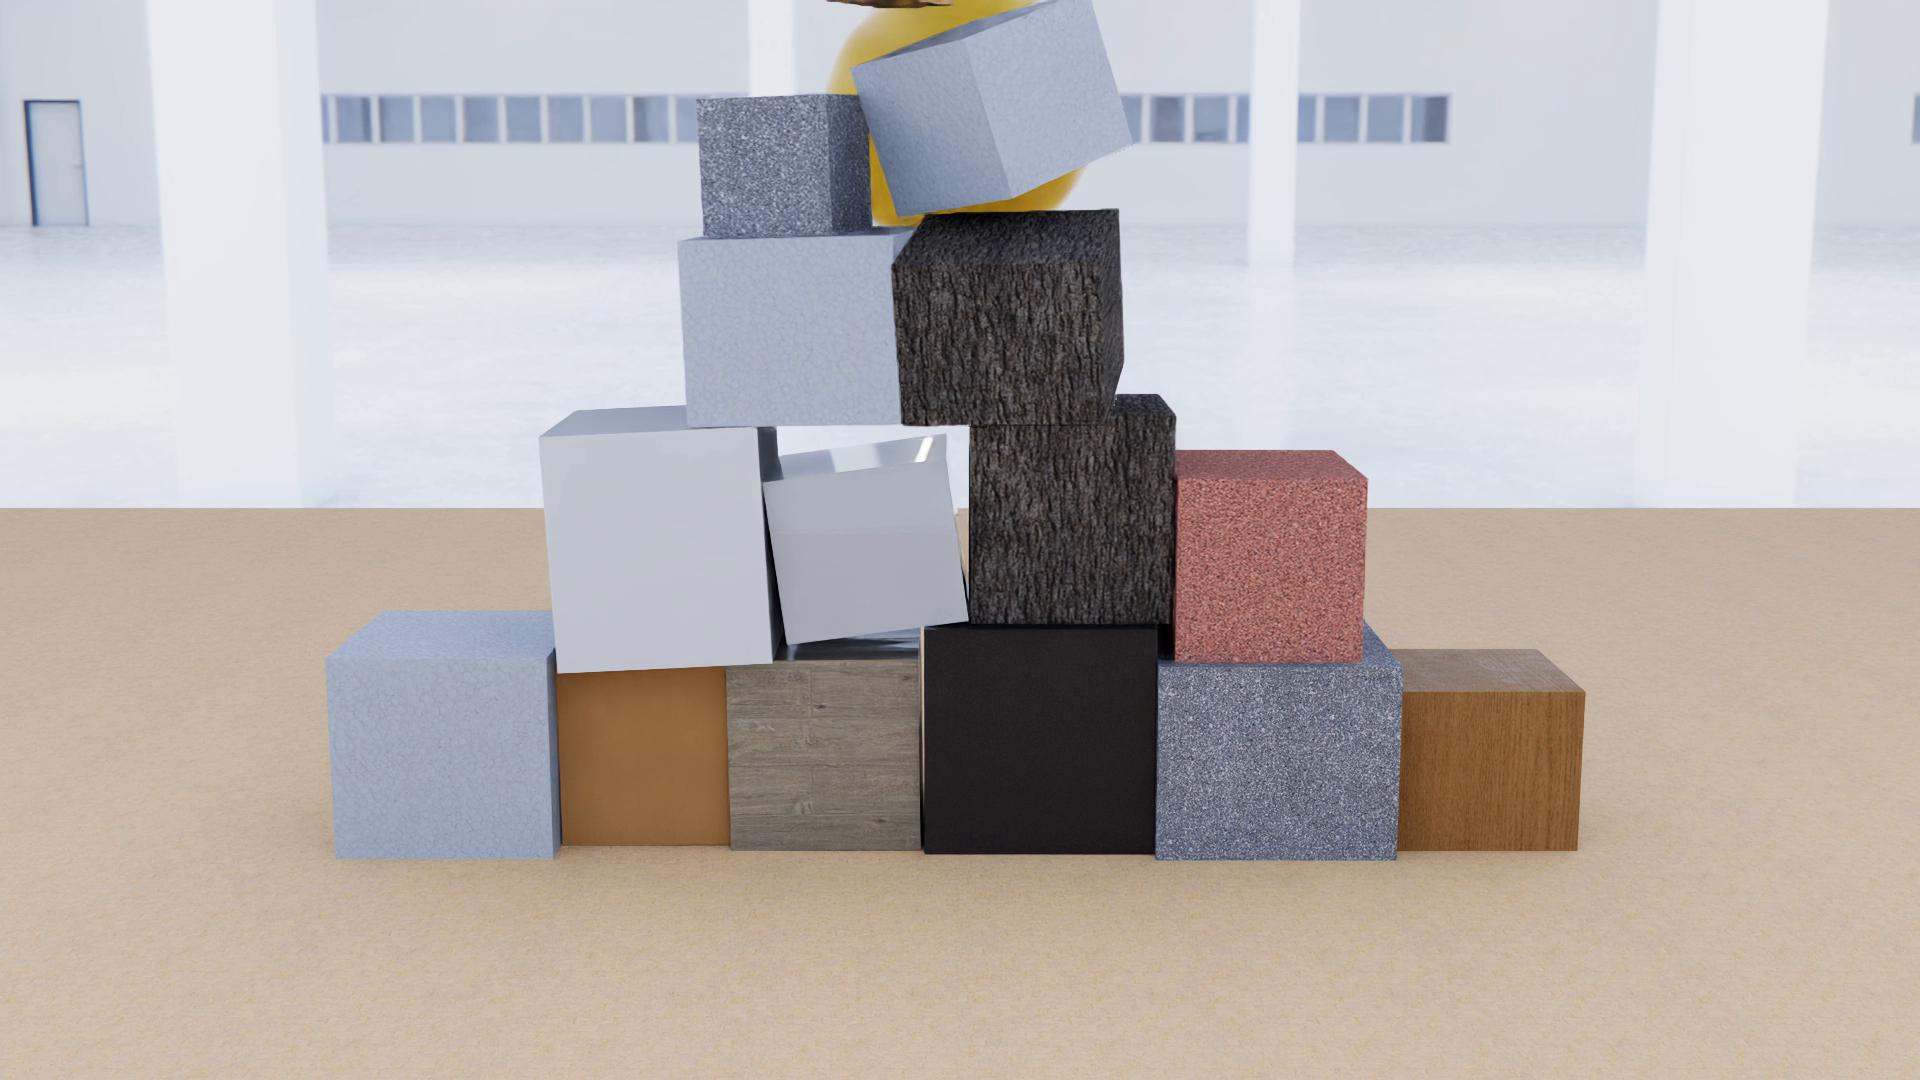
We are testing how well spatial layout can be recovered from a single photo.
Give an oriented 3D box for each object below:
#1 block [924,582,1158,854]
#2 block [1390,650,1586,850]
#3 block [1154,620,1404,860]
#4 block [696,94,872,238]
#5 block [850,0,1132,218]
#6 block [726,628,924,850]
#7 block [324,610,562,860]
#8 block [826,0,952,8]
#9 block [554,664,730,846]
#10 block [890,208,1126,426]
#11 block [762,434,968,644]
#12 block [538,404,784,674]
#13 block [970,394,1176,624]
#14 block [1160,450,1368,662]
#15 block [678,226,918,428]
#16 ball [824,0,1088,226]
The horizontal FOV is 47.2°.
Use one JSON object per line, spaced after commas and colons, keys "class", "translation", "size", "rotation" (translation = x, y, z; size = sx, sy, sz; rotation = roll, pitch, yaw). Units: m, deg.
{"class": "block", "translation": [0.394, 0.897, 11.420], "size": [1.144, 1.148, 1.163], "rotation": [0, 10, 0]}
{"class": "block", "translation": [2.627, 1.070, 11.389], "size": [0.925, 0.820, 0.929], "rotation": [0, 10, 0]}
{"class": "block", "translation": [1.562, 0.997, 11.343], "size": [1.188, 0.981, 1.160], "rotation": [0, 10, 0]}
{"class": "block", "translation": [-0.856, -1.850, 10.862], "size": [0.656, 0.661, 0.669], "rotation": [1, 11, 15]}
{"class": "block", "translation": [0.158, -2.154, 10.902], "size": [0.888, 0.775, 0.853], "rotation": [-31, 20, -37]}
{"class": "block", "translation": [-0.676, 0.989, 11.374], "size": [0.948, 0.975, 0.926], "rotation": [-1, 10, 0]}
{"class": "block", "translation": [-2.552, 0.978, 11.338], "size": [1.077, 1.018, 1.115], "rotation": [0, 10, 0]}
{"class": "block", "translation": [-0.484, -3.191, 11.241], "size": [0.694, 0.835, 0.781], "rotation": [0, 11, -28]}
{"class": "block", "translation": [-1.584, 1.009, 11.377], "size": [0.847, 0.936, 0.764], "rotation": [-1, 10, 0]}
{"class": "block", "translation": [0.259, -1.092, 10.680], "size": [0.970, 0.780, 0.987], "rotation": [0, 23, 10]}
{"class": "block", "translation": [-0.459, -0.024, 11.199], "size": [0.901, 0.814, 0.949], "rotation": [-8, 10, 1]}
{"class": "block", "translation": [-1.471, -0.041, 11.167], "size": [1.050, 1.165, 1.076], "rotation": [-3, 10, 0]}
{"class": "block", "translation": [0.550, -0.180, 11.243], "size": [0.998, 1.033, 0.961], "rotation": [0, 10, 0]}
{"class": "block", "translation": [1.511, 0.062, 11.188], "size": [0.915, 0.913, 1.001], "rotation": [0, 10, 0]}
{"class": "block", "translation": [-0.723, -1.078, 10.936], "size": [1.045, 0.892, 1.071], "rotation": [0, 10, 10]}
{"class": "ball", "translation": [0.000, -2.474, 12.841], "size": [1.600, 1.600, 1.600], "rotation": [0, 10, 0]}
